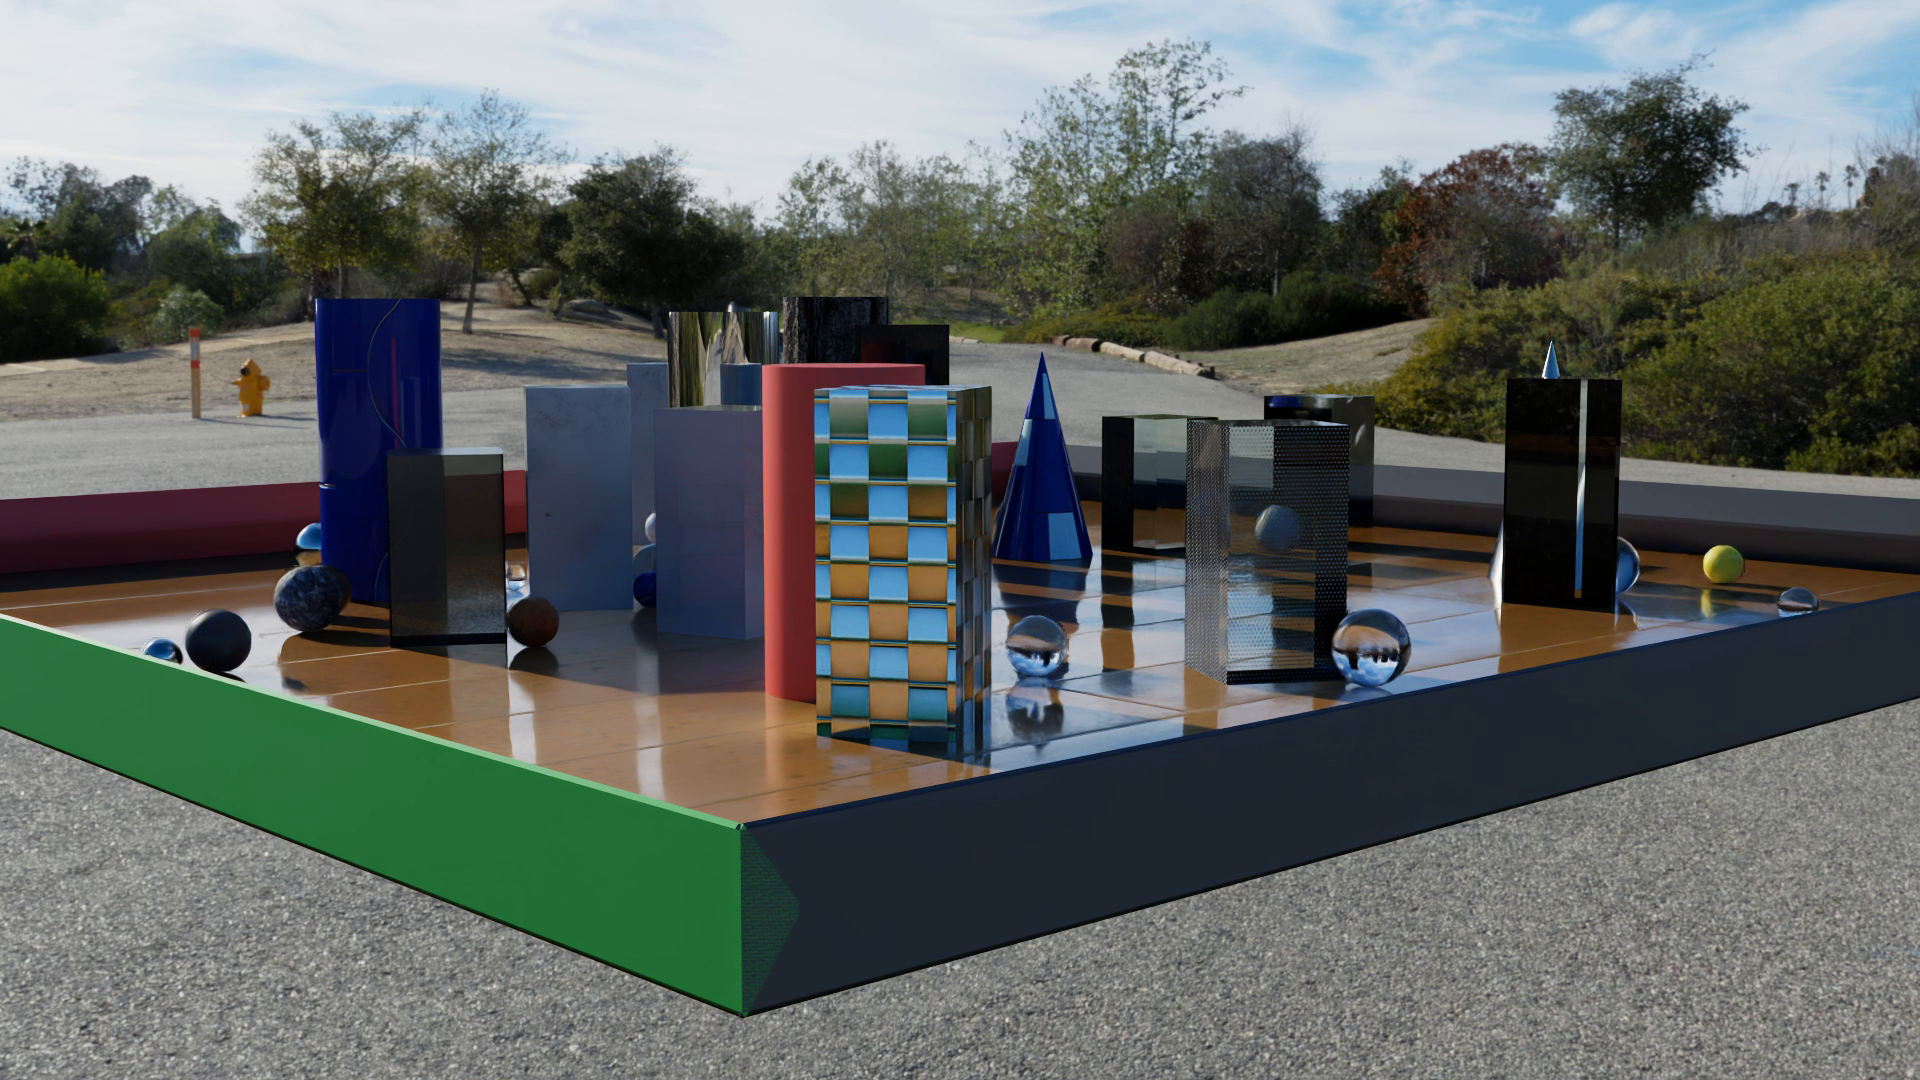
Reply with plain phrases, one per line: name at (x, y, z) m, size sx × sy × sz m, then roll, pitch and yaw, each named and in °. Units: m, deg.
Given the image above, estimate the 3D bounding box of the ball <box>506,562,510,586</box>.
ball at (-0.732, 0.052, 3.422) m, size 0.065 × 0.065 × 0.065 m, roll 0°, pitch 6°, yaw 0°

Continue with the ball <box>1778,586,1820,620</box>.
ball at (1.173, 0.093, 3.077) m, size 0.055 × 0.055 × 0.055 m, roll 0°, pitch 6°, yaw 0°

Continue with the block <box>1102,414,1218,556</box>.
block at (0.366, -0.104, 4.036) m, size 0.150 × 0.245 × 0.150 m, roll -5°, pitch 8°, yaw -37°

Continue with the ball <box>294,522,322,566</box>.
ball at (-1.061, 0.015, 3.658) m, size 0.090 × 0.090 × 0.090 m, roll 0°, pitch 6°, yaw 0°

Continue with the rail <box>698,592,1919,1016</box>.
rail at (0.902, 0.135, 2.360) m, size 2.870 × 0.122 × 0.045 m, roll -6°, pitch 8°, yaw -42°

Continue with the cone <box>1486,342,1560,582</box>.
cone at (0.963, -0.132, 3.597) m, size 0.188 × 0.394 × 0.188 m, roll 0°, pitch 6°, yaw 0°

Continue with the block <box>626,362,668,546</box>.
block at (-0.529, -0.165, 4.170) m, size 0.150 × 0.339 × 0.150 m, roll 2°, pitch 6°, yaw 15°

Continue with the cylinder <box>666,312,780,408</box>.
cylinder at (-0.398, -0.166, 3.717) m, size 0.188 × 0.437 × 0.188 m, roll 0°, pitch 6°, yaw 0°

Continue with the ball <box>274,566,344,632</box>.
ball at (-0.896, 0.081, 3.026) m, size 0.091 × 0.091 × 0.091 m, roll 0°, pitch 6°, yaw 0°

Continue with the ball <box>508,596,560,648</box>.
ball at (-0.560, 0.107, 2.889) m, size 0.067 × 0.067 × 0.067 m, roll 0°, pitch 6°, yaw 0°

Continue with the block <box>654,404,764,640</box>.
block at (-0.315, -0.029, 3.041) m, size 0.150 × 0.307 × 0.150 m, roll 4°, pitch 7°, yaw 30°

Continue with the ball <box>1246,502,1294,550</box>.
ball at (0.570, -0.026, 4.051) m, size 0.087 × 0.087 × 0.087 m, roll 0°, pitch 6°, yaw 0°

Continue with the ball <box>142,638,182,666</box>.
ball at (-0.961, 0.143, 2.647) m, size 0.048 × 0.048 × 0.048 m, roll 0°, pitch 6°, yaw 0°

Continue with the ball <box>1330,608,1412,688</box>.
ball at (0.483, 0.126, 2.586) m, size 0.093 × 0.093 × 0.093 m, roll 0°, pitch 6°, yaw 0°

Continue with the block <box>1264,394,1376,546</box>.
block at (0.676, -0.133, 4.148) m, size 0.150 × 0.279 × 0.150 m, roll 5°, pitch 8°, yaw 40°

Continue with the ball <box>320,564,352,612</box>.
ball at (-0.915, 0.073, 3.169) m, size 0.075 × 0.075 × 0.075 m, roll 0°, pitch 6°, yaw 0°

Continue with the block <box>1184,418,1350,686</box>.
block at (0.371, 0.010, 2.672) m, size 0.150 × 0.306 × 0.150 m, roll -1°, pitch 6°, yaw -13°

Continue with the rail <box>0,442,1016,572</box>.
rail at (-0.902, -0.071, 4.304) m, size 2.870 × 0.122 × 0.045 m, roll -6°, pitch 8°, yaw -42°

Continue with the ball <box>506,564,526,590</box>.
ball at (-0.704, 0.059, 3.469) m, size 0.040 × 0.040 × 0.040 m, roll 0°, pitch 6°, yaw 0°

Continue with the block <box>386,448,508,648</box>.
block at (-0.692, 0.006, 2.965) m, size 0.150 × 0.252 × 0.150 m, roll -1°, pitch 6°, yaw -13°

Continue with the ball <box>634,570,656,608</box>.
ball at (-0.459, 0.072, 3.273) m, size 0.055 × 0.055 × 0.055 m, roll 0°, pitch 6°, yaw 0°

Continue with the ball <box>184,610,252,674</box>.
ball at (-0.904, 0.124, 2.683) m, size 0.078 × 0.078 × 0.078 m, roll 0°, pitch 6°, yaw 0°

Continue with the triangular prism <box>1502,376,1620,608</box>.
triangular prism at (0.921, -0.078, 3.349) m, size 0.163 × 0.339 × 0.141 m, roll 2°, pitch 6°, yaw 20°

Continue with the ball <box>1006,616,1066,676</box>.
ball at (0.092, 0.128, 2.660) m, size 0.074 × 0.074 × 0.074 m, roll 0°, pitch 6°, yaw 0°

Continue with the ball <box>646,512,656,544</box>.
ball at (-0.546, -0.021, 4.073) m, size 0.073 × 0.073 × 0.073 m, roll 0°, pitch 6°, yaw 0°

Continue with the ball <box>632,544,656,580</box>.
ball at (-0.457, 0.048, 3.346) m, size 0.088 × 0.088 × 0.088 m, roll 0°, pitch 6°, yaw 0°

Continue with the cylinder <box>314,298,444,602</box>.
cylinder at (-0.896, -0.144, 3.405) m, size 0.188 × 0.457 × 0.188 m, roll 0°, pitch 6°, yaw 0°

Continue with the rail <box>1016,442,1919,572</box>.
rail at (1.037, -0.069, 4.284) m, size 0.045 × 0.122 × 2.708 m, roll -6°, pitch 8°, yaw -42°

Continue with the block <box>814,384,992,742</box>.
block at (-0.058, 0.019, 2.328) m, size 0.150 × 0.360 × 0.150 m, roll 2°, pitch 6°, yaw 15°

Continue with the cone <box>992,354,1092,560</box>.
cone at (0.147, -0.157, 3.953) m, size 0.188 × 0.369 × 0.188 m, roll 0°, pitch 6°, yaw 0°

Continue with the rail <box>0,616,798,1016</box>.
rail at (-1.037, 0.133, 2.380) m, size 0.045 × 0.122 × 2.708 m, roll -6°, pitch 8°, yaw -42°

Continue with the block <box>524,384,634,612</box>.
block at (-0.573, -0.067, 3.297) m, size 0.150 × 0.327 × 0.150 m, roll -1°, pitch 6°, yaw -12°

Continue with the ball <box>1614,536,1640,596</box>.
ball at (1.002, 0.040, 3.397) m, size 0.094 × 0.094 × 0.094 m, roll 0°, pitch 6°, yaw 0°

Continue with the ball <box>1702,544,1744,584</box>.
ball at (1.233, 0.039, 3.553) m, size 0.063 × 0.063 × 0.063 m, roll 0°, pitch 6°, yaw 0°

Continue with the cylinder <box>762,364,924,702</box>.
cylinder at (-0.134, -0.013, 2.553) m, size 0.188 × 0.378 × 0.188 m, roll 0°, pitch 6°, yaw 0°

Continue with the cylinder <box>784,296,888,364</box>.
cylinder at (-0.221, -0.203, 3.938) m, size 0.188 × 0.462 × 0.188 m, roll 0°, pitch 6°, yaw 0°

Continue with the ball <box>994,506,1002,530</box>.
ball at (0.105, -0.033, 4.134) m, size 0.083 × 0.083 × 0.083 m, roll 0°, pitch 6°, yaw 0°

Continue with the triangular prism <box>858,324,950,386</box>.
triangular prism at (-0.121, -0.135, 3.518) m, size 0.163 × 0.417 × 0.141 m, roll -3°, pitch 7°, yaw -29°
